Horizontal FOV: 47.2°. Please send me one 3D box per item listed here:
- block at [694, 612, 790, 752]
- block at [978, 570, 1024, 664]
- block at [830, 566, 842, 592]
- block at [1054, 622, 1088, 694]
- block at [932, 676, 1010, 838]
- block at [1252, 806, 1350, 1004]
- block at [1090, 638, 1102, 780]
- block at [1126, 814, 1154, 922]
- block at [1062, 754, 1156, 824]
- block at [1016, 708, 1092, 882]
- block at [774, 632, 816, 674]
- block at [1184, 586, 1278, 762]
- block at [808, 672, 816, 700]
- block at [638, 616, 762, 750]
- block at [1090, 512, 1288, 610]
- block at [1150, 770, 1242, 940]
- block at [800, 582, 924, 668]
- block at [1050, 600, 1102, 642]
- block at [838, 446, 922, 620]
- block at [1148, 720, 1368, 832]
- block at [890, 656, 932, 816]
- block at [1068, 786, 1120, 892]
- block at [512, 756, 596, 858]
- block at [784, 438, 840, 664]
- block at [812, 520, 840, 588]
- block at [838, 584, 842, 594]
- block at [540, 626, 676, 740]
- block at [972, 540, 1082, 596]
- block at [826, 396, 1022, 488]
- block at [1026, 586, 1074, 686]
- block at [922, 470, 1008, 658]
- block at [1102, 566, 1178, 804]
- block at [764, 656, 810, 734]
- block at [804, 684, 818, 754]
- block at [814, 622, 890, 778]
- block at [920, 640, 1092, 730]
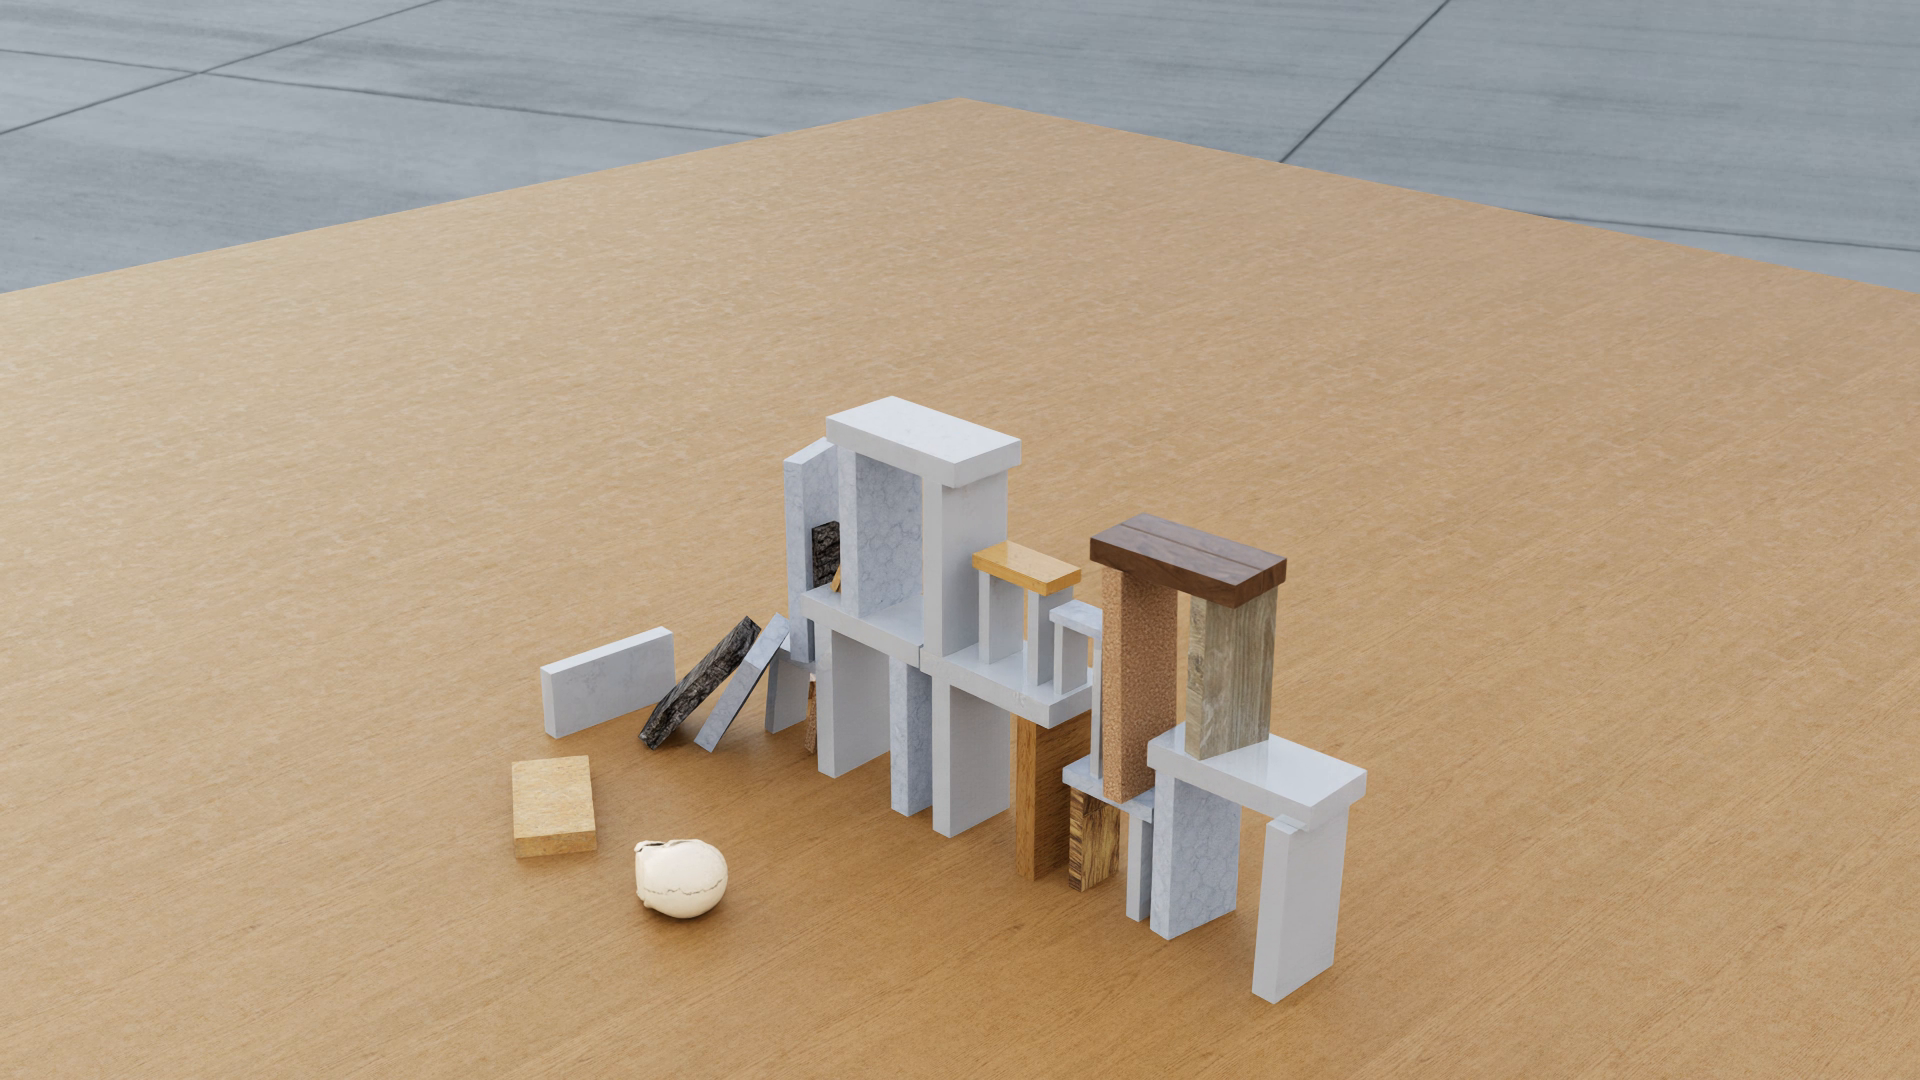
[{"bbox_3d":[-0.457,0.302,4.640,0.044,0.313,0.157,33,43,-1],"label":"block"},{"bbox_3d":[0.079,0.134,4.201,0.095,0.190,0.027,-21,31,-41],"label":"block"},{"bbox_3d":[-0.219,0.051,4.479,0.062,0.123,0.017,-21,59,-41],"label":"block"},{"bbox_3d":[0.206,0.210,4.084,0.020,0.142,0.071,21,31,41],"label":"block"},{"bbox_3d":[0.023,0.405,4.370,0.048,0.342,0.171,21,31,41],"label":"block"},{"bbox_3d":[0.596,0.623,3.848,0.173,0.346,0.049,-21,32,-41],"label":"block"},{"bbox_3d":[0.274,0.301,4.050,0.020,0.284,0.071,21,31,41],"label":"block"},{"bbox_3d":[0.360,0.591,4.090,0.109,0.218,0.031,-21,31,-41],"label":"block"},{"bbox_3d":[0.308,0.456,4.090,0.218,0.031,0.109,21,31,41],"label":"block"},{"bbox_3d":[0.185,0.467,4.221,0.048,0.342,0.171,21,31,41],"label":"block"},{"bbox_3d":[-0.309,0.240,4.656,0.195,0.028,0.098,20,30,38],"label":"block"},{"bbox_3d":[0.472,0.221,3.833,0.154,0.309,0.044,-13,26,-28],"label":"block"},{"bbox_3d":[-0.322,0.273,5.060,0.155,0.044,0.310,-4,23,-9],"label":"block"},{"bbox_3d":[-0.557,0.306,4.709,0.044,0.310,0.155,42,23,-9],"label":"block"},{"bbox_3d":[0.395,0.033,3.824,0.309,0.044,0.154,19,30,37],"label":"block"},{"bbox_3d":[0.434,0.547,4.030,0.173,0.346,0.049,-17,28,-34],"label":"block"},{"bbox_3d":[-0.142,0.156,4.444,0.173,0.049,0.346,-21,31,-41],"label":"block"},{"bbox_3d":[0.240,0.148,4.022,0.142,0.020,0.071,21,31,40],"label":"block"},{"bbox_3d":[-0.157,-0.037,4.383,0.050,0.355,0.178,21,31,41],"label":"block"},{"bbox_3d":[0.519,0.401,3.866,0.346,0.049,0.173,19,30,39],"label":"block"},{"bbox_3d":[-0.061,0.370,4.447,0.049,0.346,0.173,21,31,41],"label":"block"},{"bbox_3d":[0.257,0.551,4.184,0.031,0.218,0.109,21,31,41],"label":"block"},{"bbox_3d":[-0.822,0.535,4.443,0.157,0.044,0.313,-5,23,-11],"label":"block"},{"bbox_3d":[-0.299,0.022,4.564,0.044,0.445,0.155,12,26,26],"label":"block"},{"bbox_3d":[-0.275,0.106,4.559,0.017,0.295,0.062,21,30,40],"label":"block"},{"bbox_3d":[-0.203,0.057,4.463,0.062,0.123,0.017,-21,55,-41],"label":"block"},{"bbox_3d":[-0.769,0.311,4.827,0.313,0.157,0.044,-19,29,-37],"label":"block"},{"bbox_3d":[0.124,0.052,4.118,0.190,0.027,0.095,21,31,41],"label":"block"},{"bbox_3d":[-0.073,-0.191,4.227,0.178,0.050,0.355,-21,31,-41],"label":"block"},{"bbox_3d":[0.169,0.169,4.119,0.095,0.190,0.027,-21,31,-41],"label":"block"},{"bbox_3d":[0.011,0.030,4.230,0.178,0.360,0.050,-21,31,-41],"label":"block"},{"bbox_3d":[0.325,0.242,3.971,0.154,0.455,0.044,-21,29,-41],"label":"block"},{"bbox_3d":[-0.371,0.317,4.762,0.028,0.195,0.098,30,36,35],"label":"block"},{"bbox_3d":[-0.272,0.354,4.674,0.098,0.195,0.028,-21,45,-41],"label":"block"},{"bbox_3d":[-0.221,0.307,4.593,0.049,0.346,0.173,20,30,38],"label":"block"},{"bbox_3d":[0.104,0.256,4.219,0.171,0.048,0.342,-21,31,-41],"label":"block"}]
